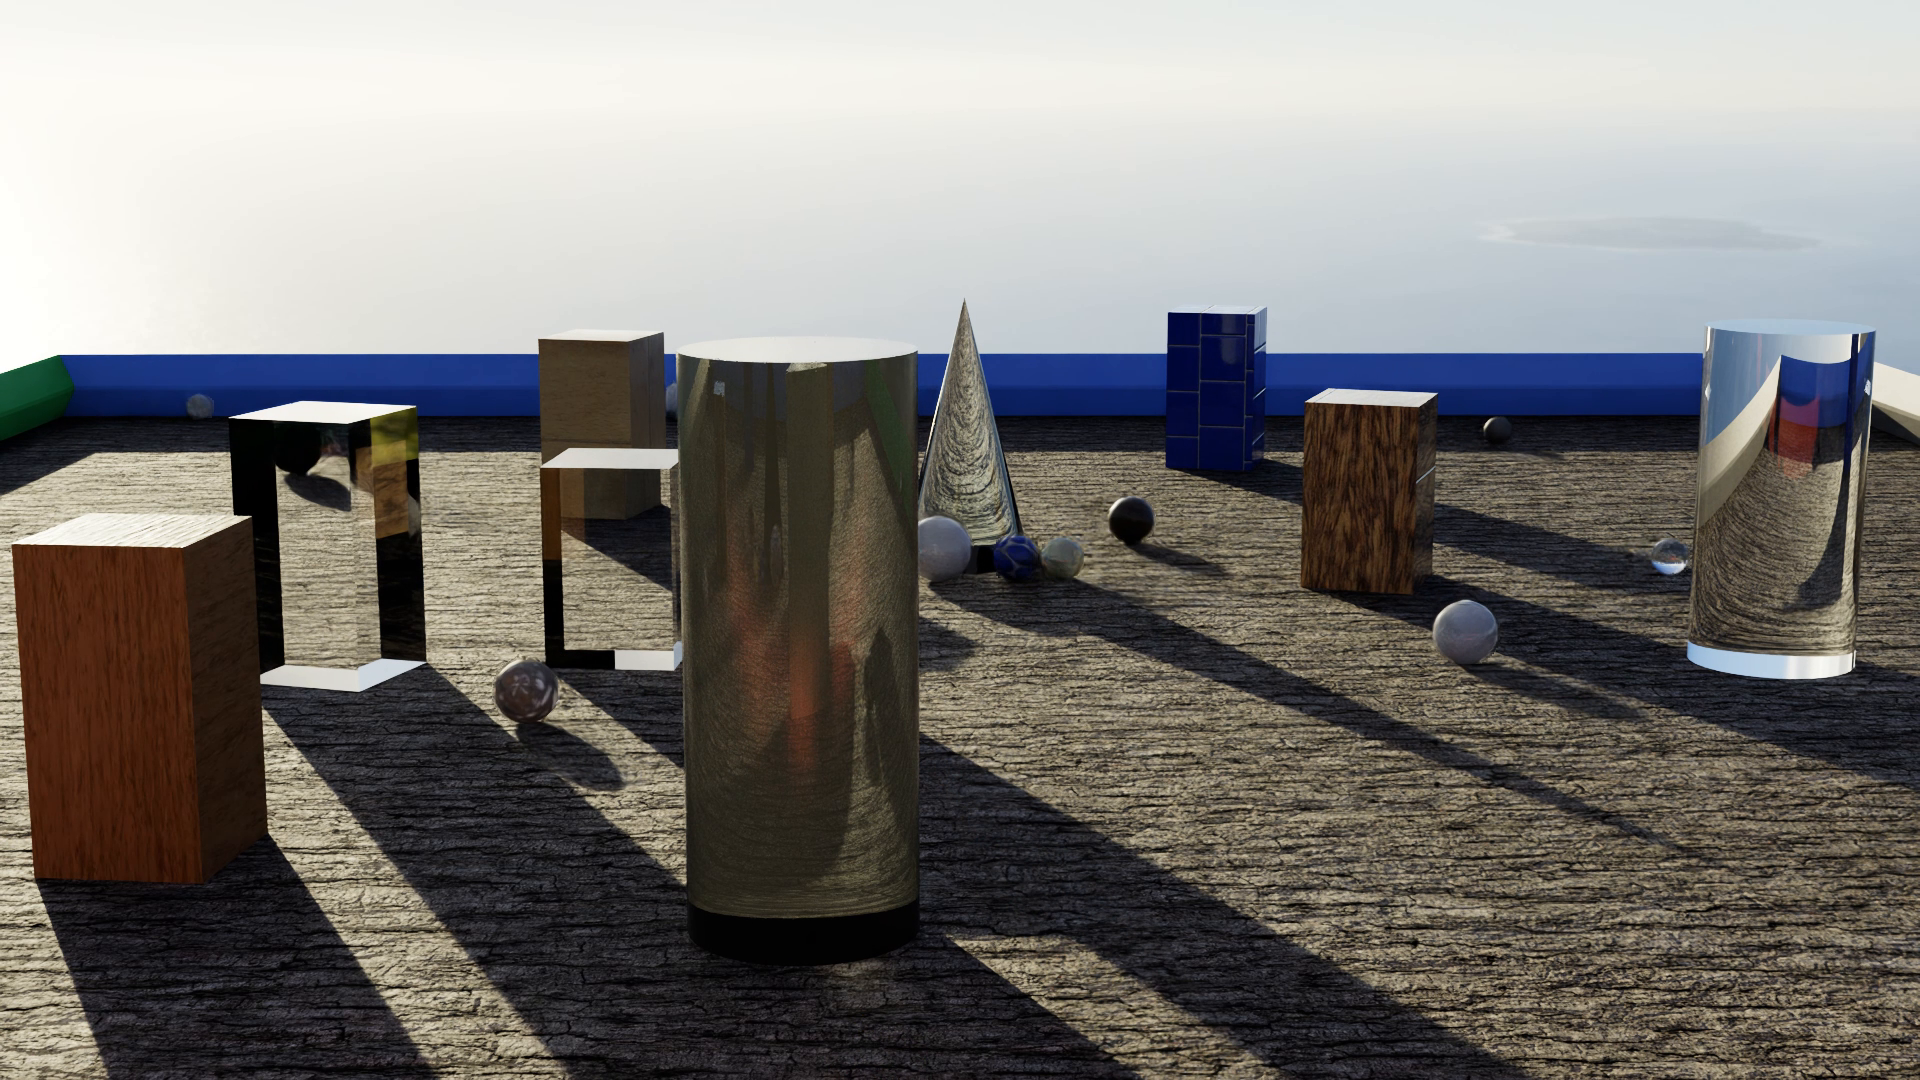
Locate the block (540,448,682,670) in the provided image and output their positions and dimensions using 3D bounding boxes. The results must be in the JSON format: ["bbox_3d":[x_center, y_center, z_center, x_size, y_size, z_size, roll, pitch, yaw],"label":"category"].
[{"bbox_3d":[-0.422,0.021,3.191,0.159,0.249,0.159,1,11,4],"label":"block"}]

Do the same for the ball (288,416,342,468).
[{"bbox_3d":[-1.182,-0.180,4.698,0.096,0.096,0.096,0,10,0],"label":"ball"}]

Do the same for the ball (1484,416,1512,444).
[{"bbox_3d":[1.047,-0.213,4.995,0.053,0.053,0.053,0,10,0],"label":"ball"}]

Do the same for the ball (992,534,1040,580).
[{"bbox_3d":[0.080,0.026,3.671,0.066,0.066,0.066,0,10,0],"label":"ball"}]

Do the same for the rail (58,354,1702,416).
[{"bbox_3d":[-0.011,-0.323,5.373,3.755,0.129,0.045,0,10,0],"label":"rail"}]

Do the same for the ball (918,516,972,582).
[{"bbox_3d":[-0.031,0.013,3.661,0.094,0.094,0.094,0,10,0],"label":"ball"}]

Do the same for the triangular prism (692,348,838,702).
[{"bbox_3d":[-0.207,-0.022,3.029,0.172,0.394,0.149,2,11,13],"label":"triangular prism"}]

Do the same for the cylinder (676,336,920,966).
[{"bbox_3d":[-0.134,0.087,2.154,0.199,0.497,0.199,0,10,0],"label":"cylinder"}]

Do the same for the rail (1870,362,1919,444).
[{"bbox_3d":[1.854,0.031,3.459,0.045,0.129,3.962,0,10,0],"label":"rail"}]

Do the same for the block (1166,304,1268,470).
[{"bbox_3d":[0.474,-0.284,4.739,0.159,0.285,0.159,3,11,14],"label":"block"}]

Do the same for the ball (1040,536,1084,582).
[{"bbox_3d":[0.145,0.027,3.668,0.063,0.063,0.063,0,10,0],"label":"ball"}]

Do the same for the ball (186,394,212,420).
[{"bbox_3d":[-1.586,-0.277,5.343,0.052,0.052,0.052,0,10,0],"label":"ball"}]

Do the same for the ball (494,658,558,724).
[{"bbox_3d":[-0.486,0.169,2.876,0.072,0.072,0.072,0,10,0],"label":"ball"}]

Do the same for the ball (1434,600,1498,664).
[{"bbox_3d":[0.623,0.113,3.162,0.078,0.078,0.078,0,10,0],"label":"ball"}]

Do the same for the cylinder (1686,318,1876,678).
[{"bbox_3d":[1.005,-0.055,3.146,0.199,0.414,0.199,0,10,0],"label":"cylinder"}]

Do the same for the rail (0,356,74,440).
[{"bbox_3d":[-1.854,0.035,3.438,0.045,0.129,3.962,0,10,0],"label":"rail"}]

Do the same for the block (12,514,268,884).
[{"bbox_3d":[-0.753,0.142,2.372,0.159,0.309,0.159,1,11,6],"label":"block"}]

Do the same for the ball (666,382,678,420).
[{"bbox_3d":[-0.581,-0.287,5.319,0.081,0.081,0.081,0,10,0],"label":"ball"}]

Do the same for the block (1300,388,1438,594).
[{"bbox_3d":[0.583,-0.072,3.653,0.159,0.264,0.159,4,11,19],"label":"block"}]

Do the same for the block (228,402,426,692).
[{"bbox_3d":[-0.759,0.004,3.092,0.159,0.319,0.159,3,11,17],"label":"block"}]

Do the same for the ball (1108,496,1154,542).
[{"bbox_3d":[0.263,-0.031,3.961,0.071,0.071,0.071,0,10,0],"label":"ball"}]

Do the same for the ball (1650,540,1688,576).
[{"bbox_3d":[1.026,0.025,3.710,0.052,0.052,0.052,0,10,0],"label":"ball"}]

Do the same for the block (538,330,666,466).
[{"bbox_3d":[-0.596,-0.201,4.292,0.159,0.285,0.159,3,11,14],"label":"block"}]

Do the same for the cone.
[{"bbox_3d":[0.007,-0.163,3.788,0.199,0.393,0.199,0,10,0],"label":"cone"}]
